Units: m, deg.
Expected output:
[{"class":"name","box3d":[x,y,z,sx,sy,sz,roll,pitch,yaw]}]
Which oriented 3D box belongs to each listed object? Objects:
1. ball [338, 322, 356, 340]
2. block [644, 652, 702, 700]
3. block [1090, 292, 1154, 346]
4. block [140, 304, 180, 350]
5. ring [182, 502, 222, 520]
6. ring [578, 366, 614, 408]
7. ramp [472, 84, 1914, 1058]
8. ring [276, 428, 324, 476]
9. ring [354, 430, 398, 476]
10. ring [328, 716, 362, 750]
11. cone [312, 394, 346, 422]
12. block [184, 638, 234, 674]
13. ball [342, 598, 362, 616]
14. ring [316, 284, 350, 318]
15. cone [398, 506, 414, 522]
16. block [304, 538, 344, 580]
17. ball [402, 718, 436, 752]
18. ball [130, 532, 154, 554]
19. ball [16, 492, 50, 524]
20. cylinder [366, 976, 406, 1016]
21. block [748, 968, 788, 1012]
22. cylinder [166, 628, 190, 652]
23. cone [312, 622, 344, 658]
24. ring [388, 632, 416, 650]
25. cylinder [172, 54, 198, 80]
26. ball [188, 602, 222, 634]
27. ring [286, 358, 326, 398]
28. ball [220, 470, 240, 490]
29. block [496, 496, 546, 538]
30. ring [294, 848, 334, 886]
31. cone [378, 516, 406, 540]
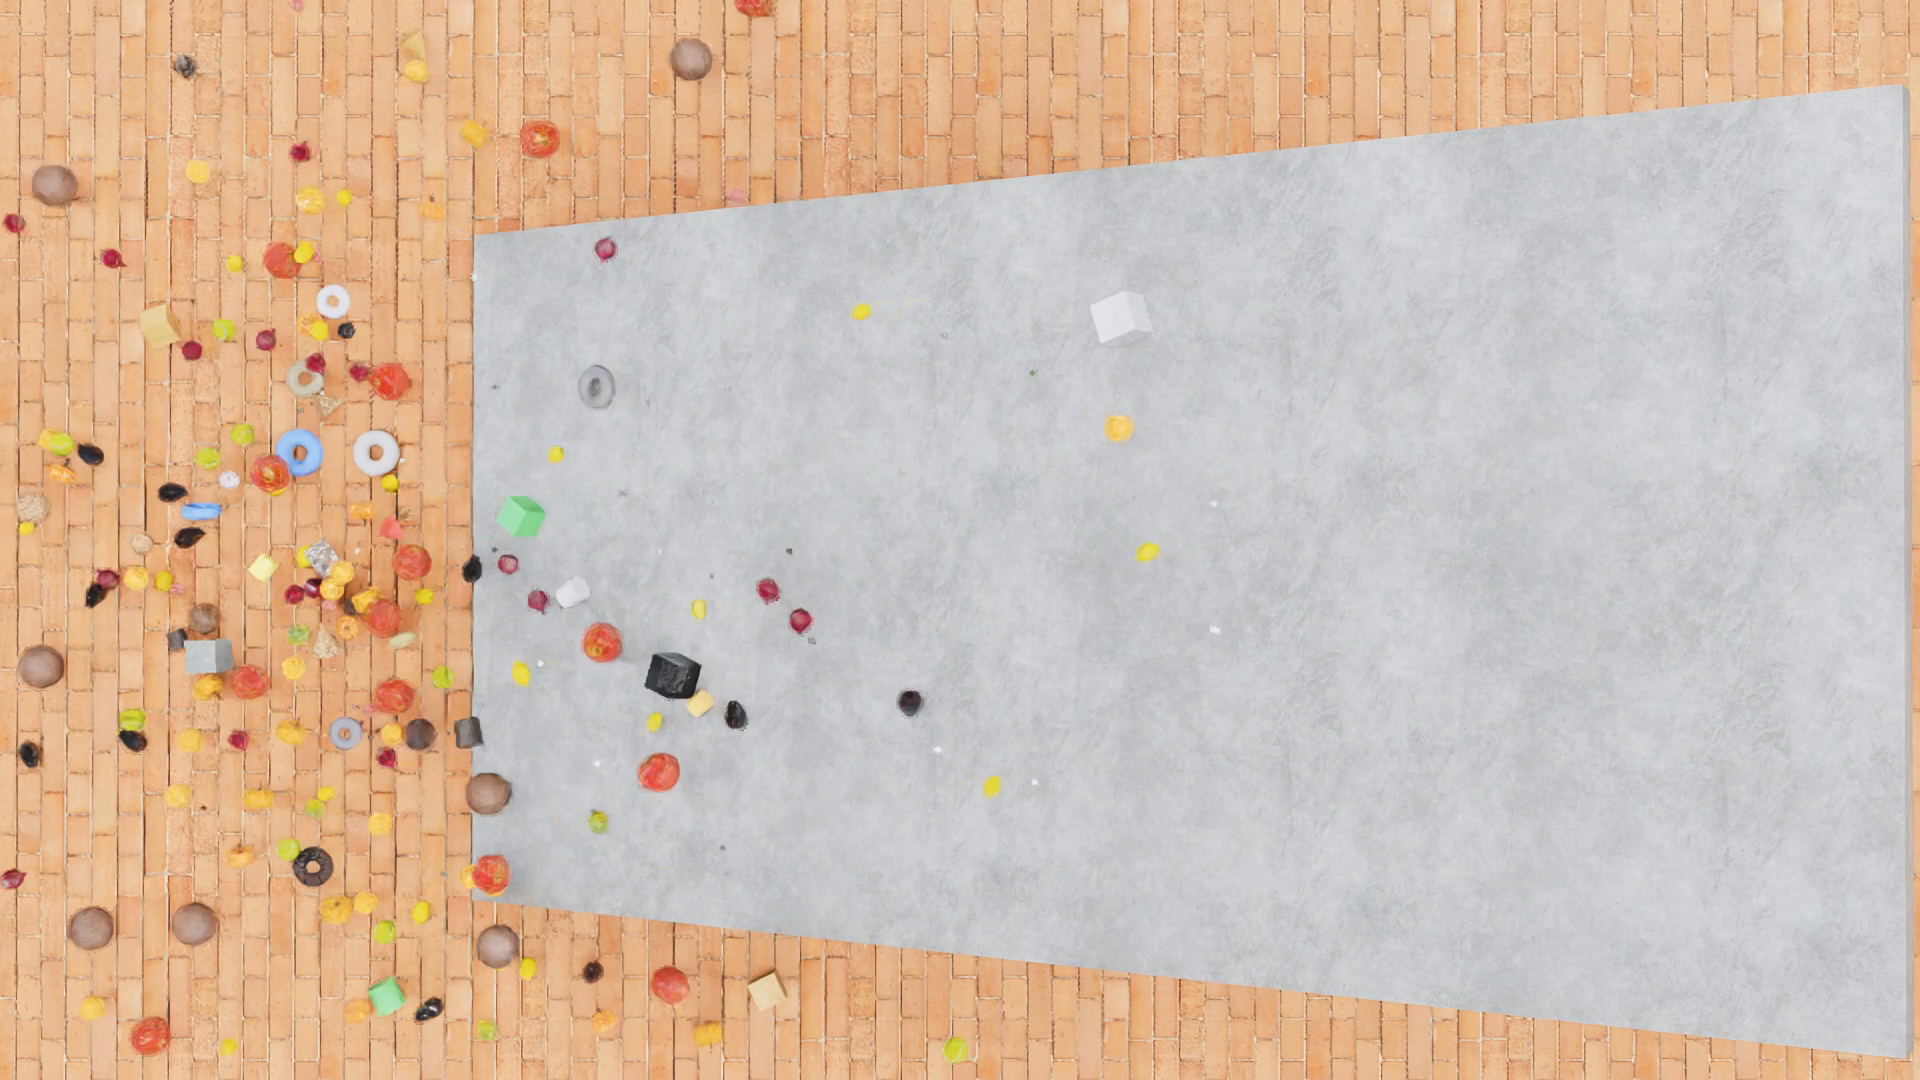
[{"class":"ball","box3d":[-1.864,-0.637,6.681,0.052,0.052,0.052,0,89,0]},{"class":"block","box3d":[-0.802,0.379,6.144,0.099,0.099,0.099,23,101,30]},{"class":"block","box3d":[0.398,-0.543,5.410,0.099,0.099,0.099,-22,78,30]},{"class":"block","box3d":[-2.418,-0.646,6.649,0.082,0.082,0.082,-21,50,0]},{"class":"ring","box3d":[-2.293,-0.088,6.645,0.116,0.116,0.039,0,102,0]},{"class":"ring","box3d":[-1.049,-0.442,6.339,0.126,0.042,0.126,0,90,33]},{"class":"ramp","box3d":[0.262,0.072,5.606,4.000,0.100,2.000,0,89,32]},{"class":"ring","box3d":[-2.006,-0.265,6.679,0.145,0.048,0.145,0,93,-2]},{"class":"ring","box3d":[-1.774,-0.265,6.678,0.144,0.048,0.144,0,90,5]},{"class":"ring","box3d":[-1.866,0.587,6.679,0.103,0.034,0.103,0,89,4]},{"class":"cone","box3d":[-1.908,-0.416,6.685,0.088,0.088,0.088,-22,89,-27]},{"class":"block","box3d":[-2.266,0.350,6.639,0.098,0.098,0.098,-4,89,13]},{"class":"ball","box3d":[-1.845,0.202,6.672,0.055,0.055,0.055,0,89,0]},{"class":"ring","box3d":[-1.907,-0.726,6.691,0.104,0.035,0.104,0,91,0]},{"class":"cone","box3d":[-1.692,-0.090,6.674,0.052,0.052,0.052,33,89,39]},{"class":"block","box3d":[-1.922,0.056,6.641,0.076,0.076,0.076,-35,125,-11]},{"class":"ball","box3d":[-1.632,0.589,6.646,0.100,0.100,0.100,0,89,0]},{"class":"ball","box3d":[-2.481,0.011,6.667,0.069,0.069,0.069,0,89,0]},{"class":"ball","box3d":[-2.807,-0.097,6.655,0.094,0.094,0.094,0,89,0]},{"class":"cylinder","box3d":[-1.730,1.376,6.636,0.086,0.086,0.086,-27,97,0]},{"class":"block","box3d":[-0.580,1.359,6.645,0.087,0.087,0.087,-26,90,0]},{"class":"cylinder","box3d":[-2.368,0.302,6.660,0.057,0.057,0.057,-20,93,0]},{"class":"cone","box3d":[-1.909,0.294,6.609,0.097,0.097,0.097,-9,108,0]},{"class":"ring","box3d":[-1.673,0.301,6.600,0.090,0.090,0.030,-26,82,0]},{"class":"cylinder","box3d":[-2.354,-1.438,6.678,0.054,0.054,0.054,40,91,0]},{"class":"ball","box3d":[-2.274,0.236,6.625,0.095,0.095,0.095,0,89,0]},{"class":"ring","box3d":[-1.990,-0.491,6.685,0.123,0.041,0.123,0,91,0]},{"class":"ball","box3d":[-2.216,-0.181,6.674,0.057,0.057,0.057,0,89,0]},{"class":"block","box3d":[-1.288,-0.069,6.456,0.087,0.087,0.087,38,109,26]},{"class":"ring","box3d":[-1.963,0.992,6.672,0.122,0.041,0.122,0,90,-1]},{"class":"cone","box3d":[-1.701,-0.021,6.642,0.077,0.077,0.077,38,90,-31]}]
